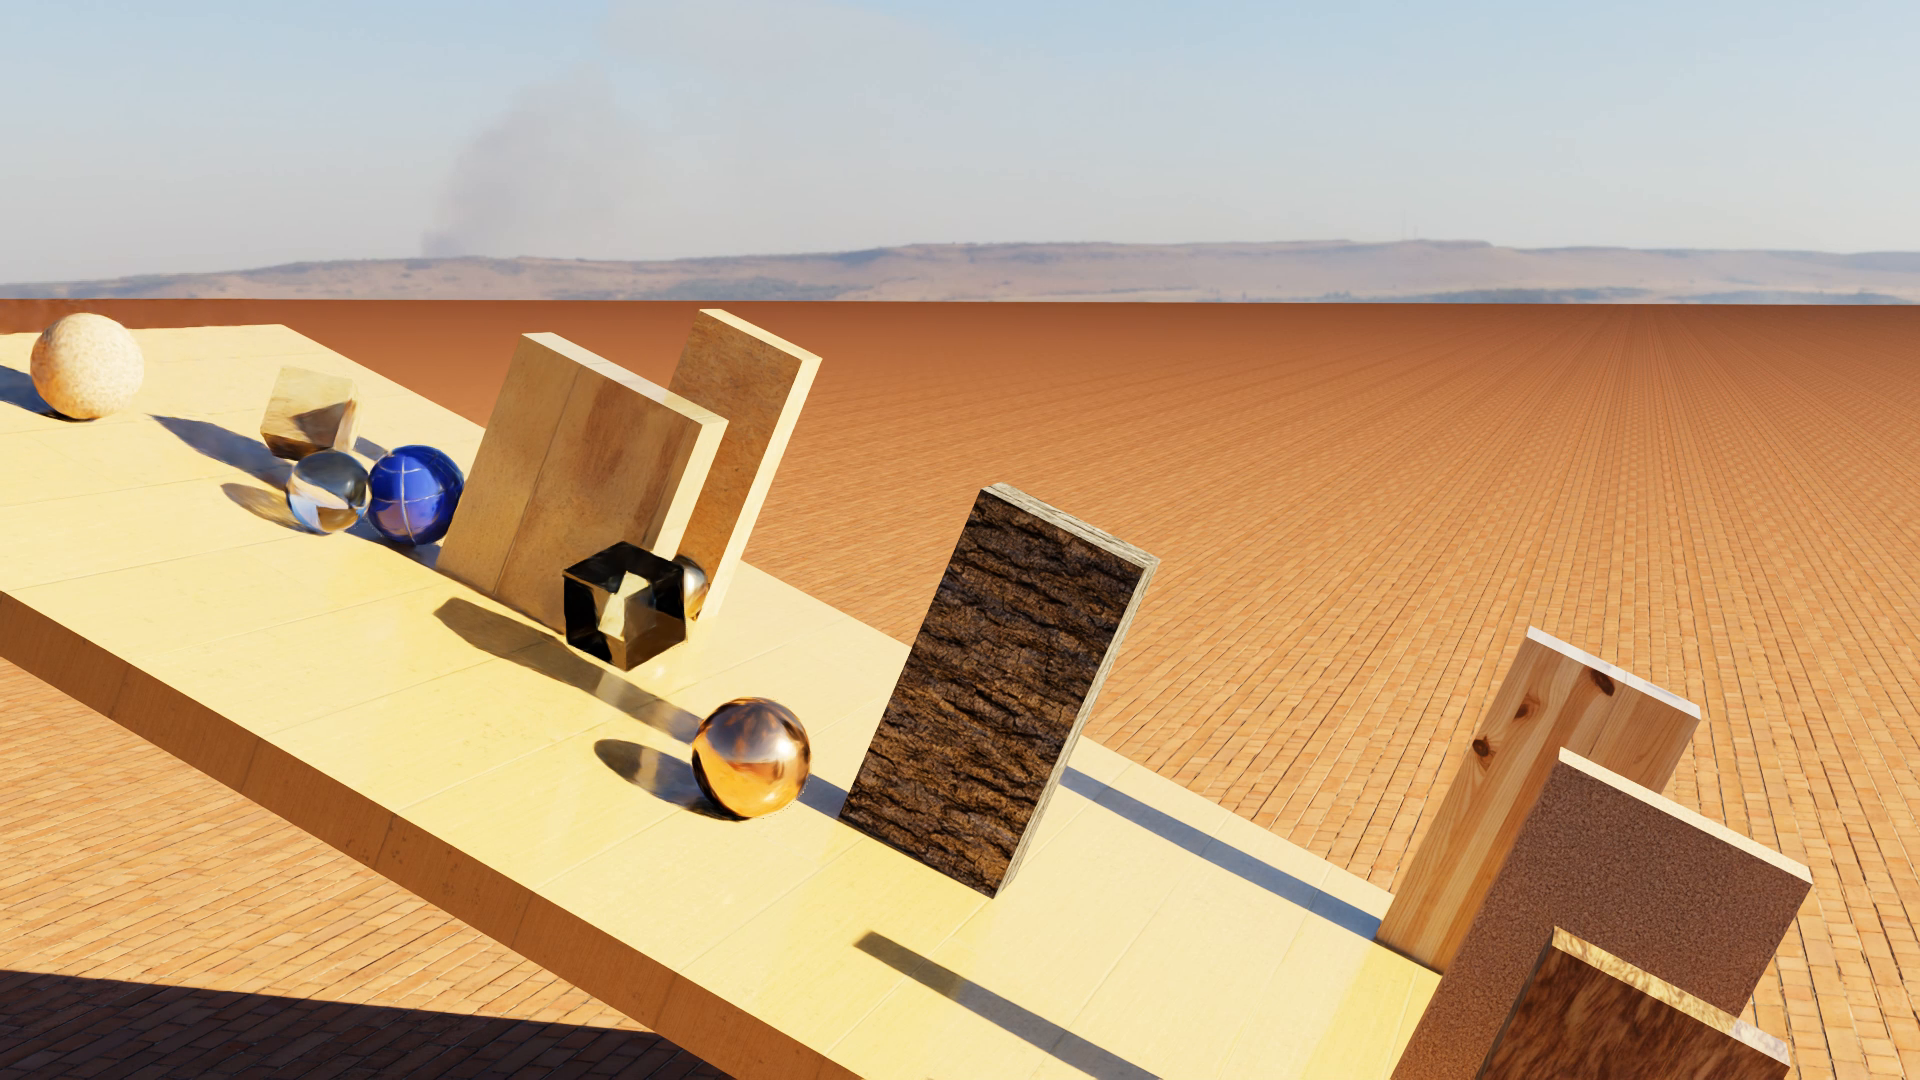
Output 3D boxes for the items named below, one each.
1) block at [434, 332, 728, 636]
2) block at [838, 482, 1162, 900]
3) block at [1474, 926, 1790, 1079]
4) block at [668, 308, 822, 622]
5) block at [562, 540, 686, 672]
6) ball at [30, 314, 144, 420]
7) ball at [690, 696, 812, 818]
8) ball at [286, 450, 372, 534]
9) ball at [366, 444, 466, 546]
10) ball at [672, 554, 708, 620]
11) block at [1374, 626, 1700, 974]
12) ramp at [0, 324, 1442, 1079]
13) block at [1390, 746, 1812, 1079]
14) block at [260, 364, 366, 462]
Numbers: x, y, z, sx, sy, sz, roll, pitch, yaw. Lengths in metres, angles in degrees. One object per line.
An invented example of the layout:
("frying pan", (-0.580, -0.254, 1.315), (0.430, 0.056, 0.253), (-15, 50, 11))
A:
("block", (-0.745, -0.090, 4.316), (0.414, 0.503, 0.123), (26, 13, 13))
("block", (0.068, 0.268, 3.946), (0.320, 0.663, 0.139), (26, 13, 13))
("block", (0.807, 0.869, 2.943), (0.325, 0.618, 0.091), (26, 13, 13))
("block", (-0.538, -0.160, 4.701), (0.254, 0.613, 0.112), (26, 13, 13))
("block", (-0.623, 0.122, 4.090), (0.156, 0.156, 0.156), (22, 34, 31))
("ball", (-1.707, -0.339, 4.303), (0.208, 0.208, 0.208), (0, 7, 0))
("ball", (-0.360, 0.374, 3.799), (0.208, 0.208, 0.208), (0, 7, 0))
("ball", (-1.224, -0.095, 4.265), (0.162, 0.162, 0.162), (0, 7, 0))
("ball", (-1.086, -0.089, 4.391), (0.203, 0.203, 0.203), (0, 7, 0))
("ball", (-0.601, 0.101, 4.599), (0.145, 0.145, 0.145), (0, 7, 0))
("block", (1.177, 0.581, 4.505), (0.368, 0.710, 0.143), (26, 13, 13))
("ramp", (-0.280, 0.484, 4.179), (4.000, 0.100, 2.000), (26, 13, 13))
("block", (0.906, 0.741, 3.292), (0.387, 0.766, 0.093), (26, 13, 13))
("block", (-1.314, -0.247, 4.471), (0.149, 0.149, 0.149), (13, -18, -1))
